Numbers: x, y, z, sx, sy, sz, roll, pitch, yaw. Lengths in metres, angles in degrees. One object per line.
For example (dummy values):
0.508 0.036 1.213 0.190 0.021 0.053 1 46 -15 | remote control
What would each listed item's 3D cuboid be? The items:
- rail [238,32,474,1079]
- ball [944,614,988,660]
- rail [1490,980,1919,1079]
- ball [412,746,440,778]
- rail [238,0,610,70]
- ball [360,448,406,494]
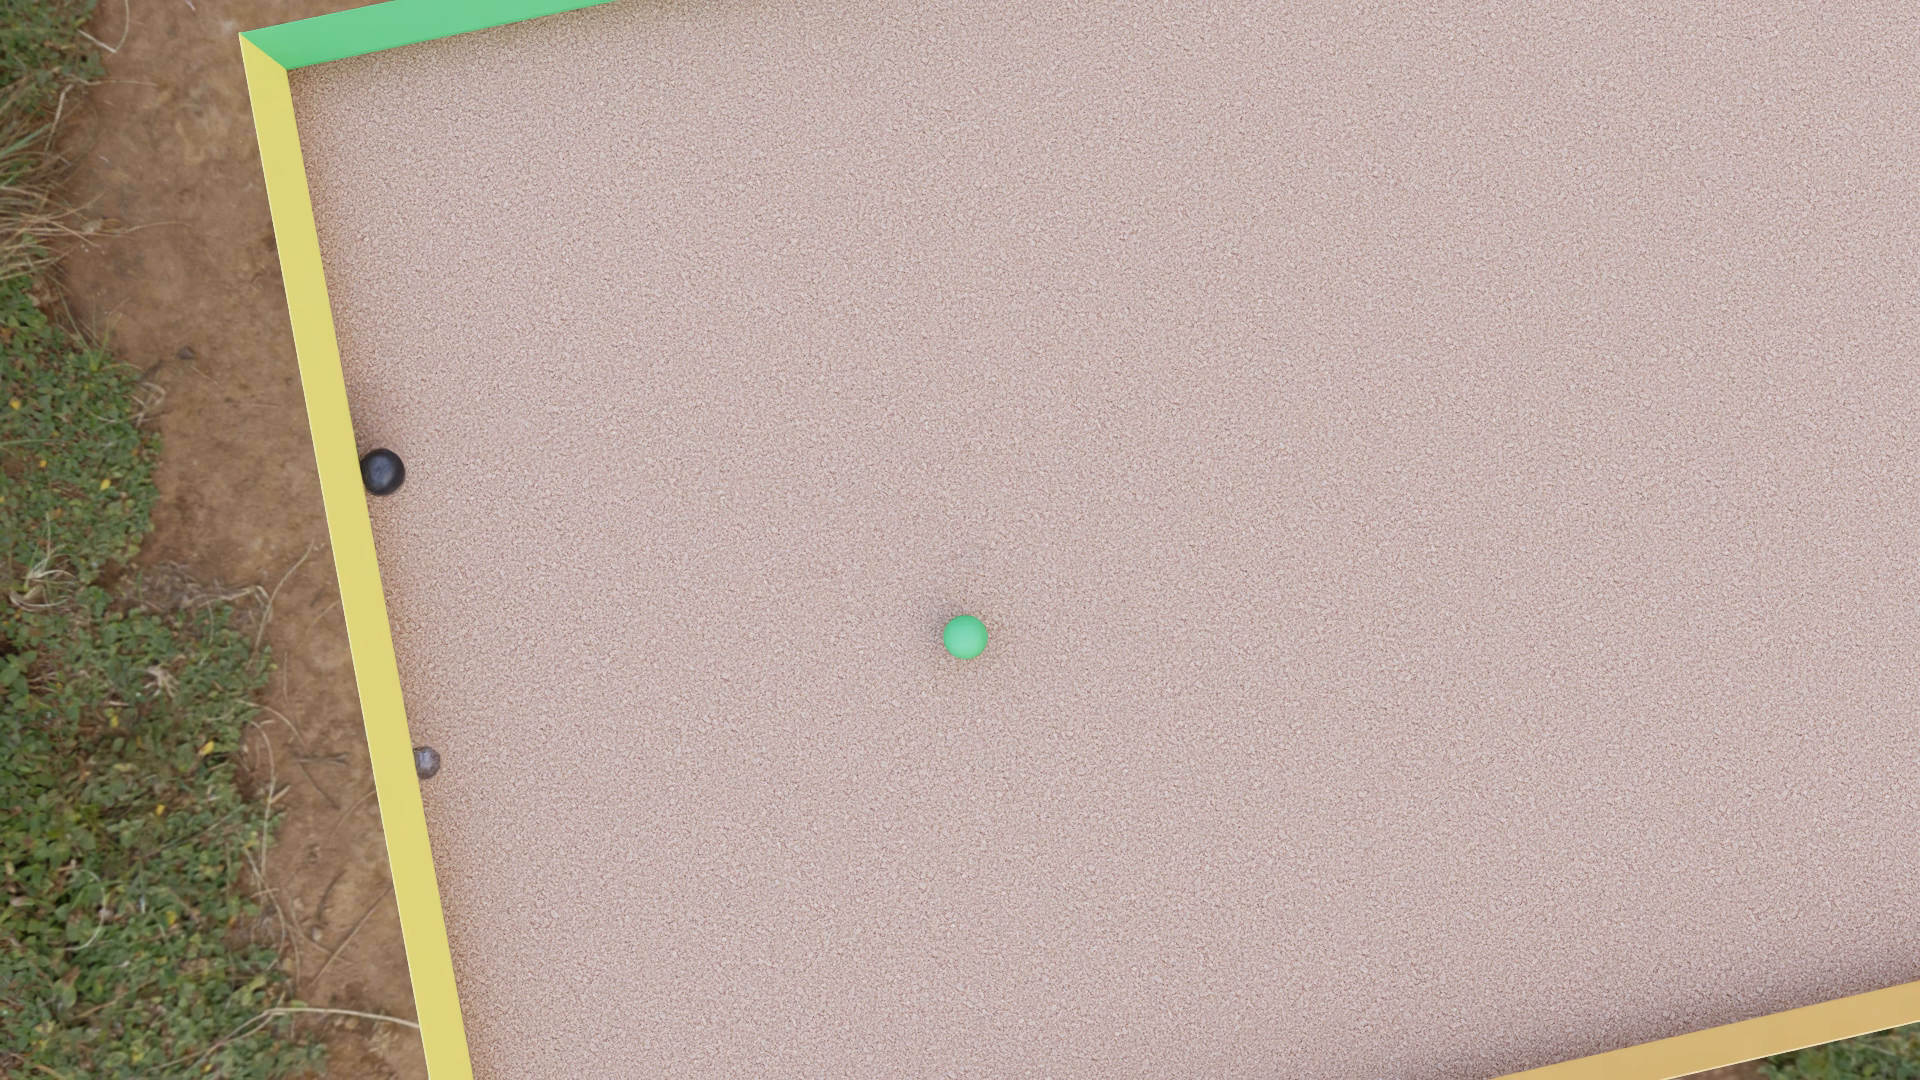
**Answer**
-0.848 0.182 3.215 0.045 0.120 1.942 -12 82 -2 | rail
0.008 0.143 3.249 0.066 0.066 0.066 0 82 0 | ball
1.076 0.719 3.137 3.568 0.120 0.045 -12 82 -2 | rail
-0.788 0.327 3.231 0.048 0.048 0.048 0 82 0 | ball
0.665 -1.111 3.405 3.568 0.120 0.045 -12 82 -2 | rail
-0.864 -0.102 3.284 0.068 0.068 0.068 0 82 0 | ball
